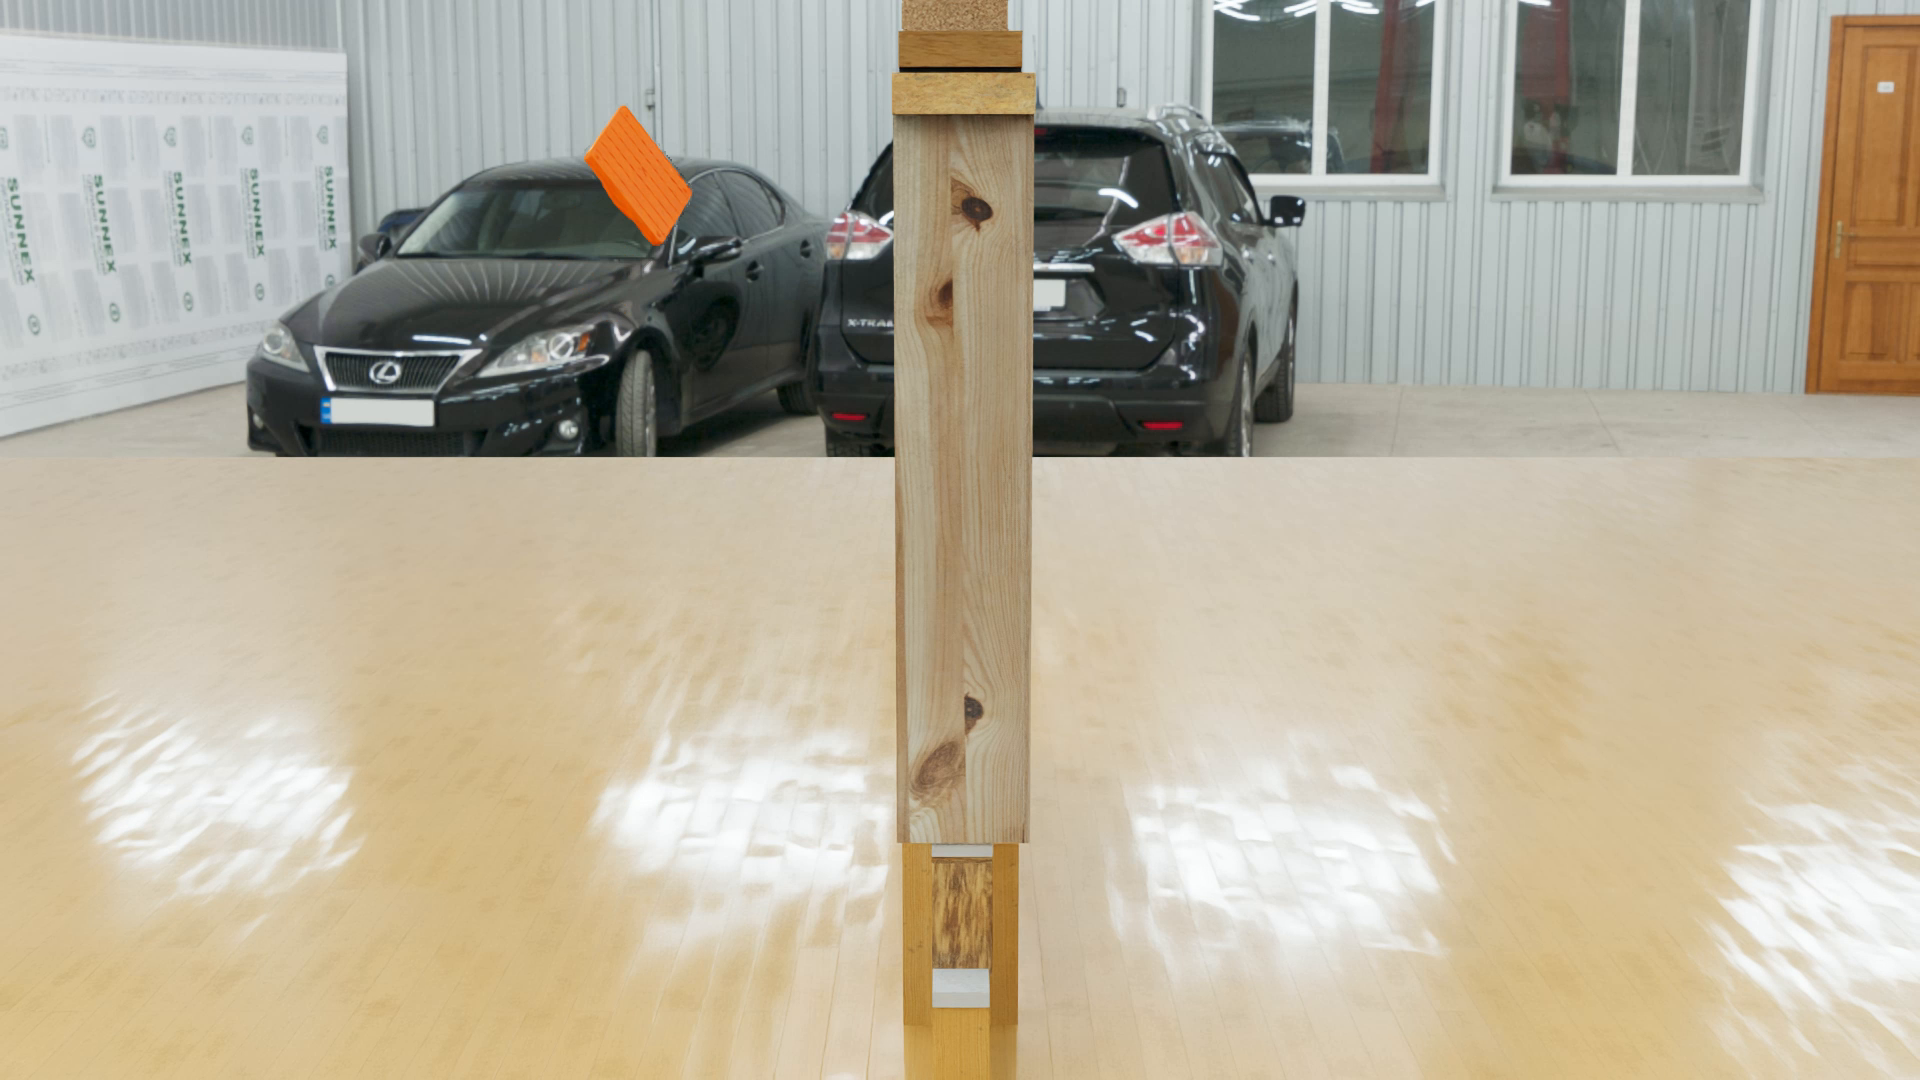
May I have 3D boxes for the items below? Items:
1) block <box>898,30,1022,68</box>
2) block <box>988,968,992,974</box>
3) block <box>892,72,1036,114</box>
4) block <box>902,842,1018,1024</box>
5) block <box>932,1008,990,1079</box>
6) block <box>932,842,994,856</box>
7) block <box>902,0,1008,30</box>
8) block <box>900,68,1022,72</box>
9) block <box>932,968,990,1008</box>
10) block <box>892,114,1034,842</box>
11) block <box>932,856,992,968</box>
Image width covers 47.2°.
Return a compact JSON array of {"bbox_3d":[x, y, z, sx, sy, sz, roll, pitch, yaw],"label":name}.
[{"bbox_3d":[0.001,-0.691,3.121,0.166,0.047,0.333,0,11,0],"label":"block"},{"bbox_3d":[0.003,0.489,2.998,0.080,0.210,0.023,0,11,0],"label":"block"},{"bbox_3d":[0.005,-0.565,2.796,0.171,0.049,0.343,0,11,0],"label":"block"},{"bbox_3d":[0.001,0.525,3.123,0.163,0.327,0.046,0,11,0],"label":"block"},{"bbox_3d":[0.001,0.667,2.855,0.073,0.147,0.021,0,11,0],"label":"block"},{"bbox_3d":[0.003,0.384,2.925,0.080,0.023,0.159,0,11,0],"label":"block"},{"bbox_3d":[-0.008,-0.618,3.363,0.160,0.481,0.045,0,10,-1],"label":"block"},{"bbox_3d":[0.001,-0.447,3.054,0.166,0.408,0.047,0,11,0],"label":"block"},{"bbox_3d":[0.001,0.575,2.888,0.073,0.021,0.147,0,11,0],"label":"block"},{"bbox_3d":[0.004,-0.067,2.772,0.171,0.921,0.049,0,11,0],"label":"block"},{"bbox_3d":[0.003,0.483,2.889,0.080,0.159,0.023,0,10,0],"label":"block"}]
